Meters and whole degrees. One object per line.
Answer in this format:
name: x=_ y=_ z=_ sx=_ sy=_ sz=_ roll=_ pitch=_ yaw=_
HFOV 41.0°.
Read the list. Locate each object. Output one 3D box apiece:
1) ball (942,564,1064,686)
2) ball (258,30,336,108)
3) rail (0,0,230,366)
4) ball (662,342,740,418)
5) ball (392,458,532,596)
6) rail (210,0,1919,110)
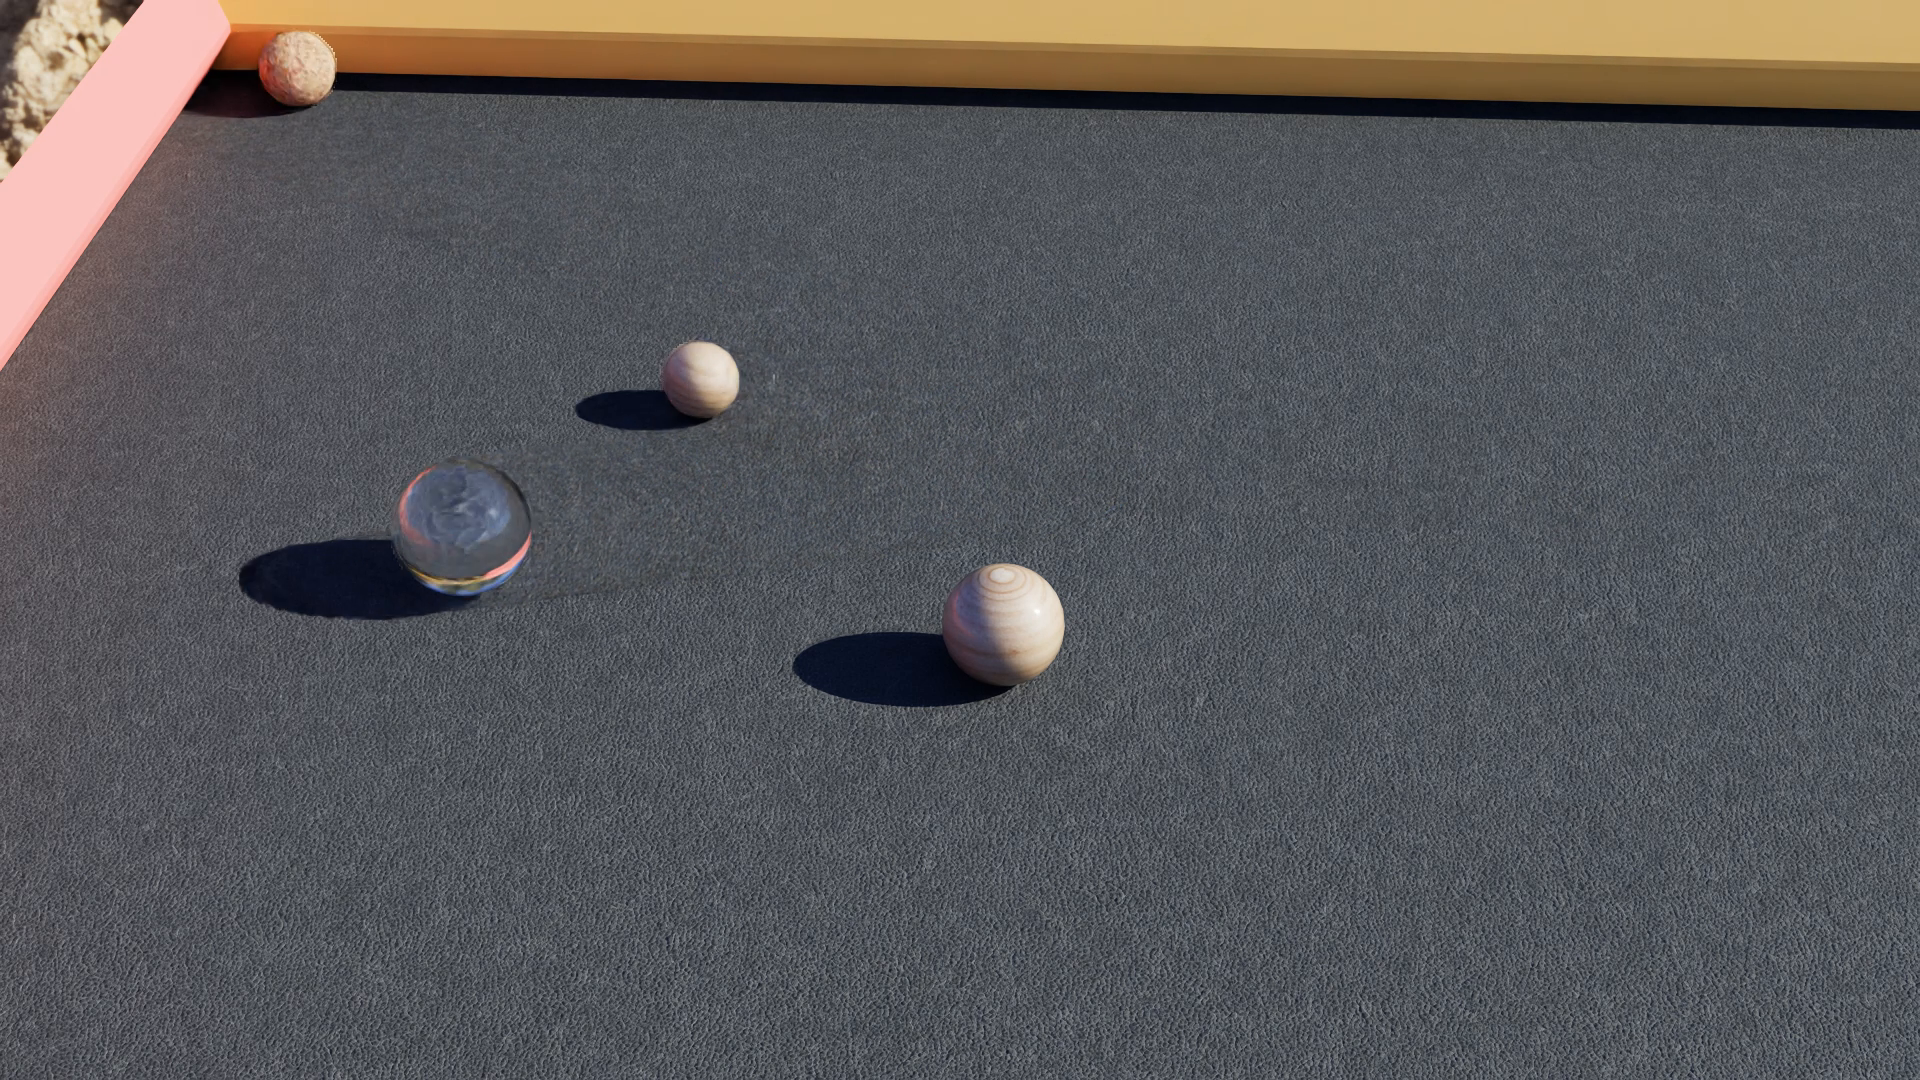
ball: x=0.029 y=0.057 z=1.723 sx=0.083 sy=0.083 sz=0.083 roll=0 pitch=35 yaw=0
ball: x=-0.634 y=-0.450 z=2.453 sx=0.072 sy=0.072 sz=0.072 roll=0 pitch=35 yaw=0
rail: x=-0.767 y=-0.045 z=1.828 sx=0.045 sy=0.127 sz=1.651 roll=2 pitch=35 yaw=3
ball: x=-0.202 y=-0.125 z=2.001 sx=0.060 sy=0.060 sz=0.060 roll=0 pitch=35 yaw=0
ball: x=-0.350 y=-0.009 z=1.803 sx=0.098 sy=0.098 sz=0.098 roll=0 pitch=35 yaw=0
rail: x=0.836 y=-0.455 z=2.410 sx=3.168 sy=0.127 sz=0.045 roll=2 pitch=35 yaw=3
